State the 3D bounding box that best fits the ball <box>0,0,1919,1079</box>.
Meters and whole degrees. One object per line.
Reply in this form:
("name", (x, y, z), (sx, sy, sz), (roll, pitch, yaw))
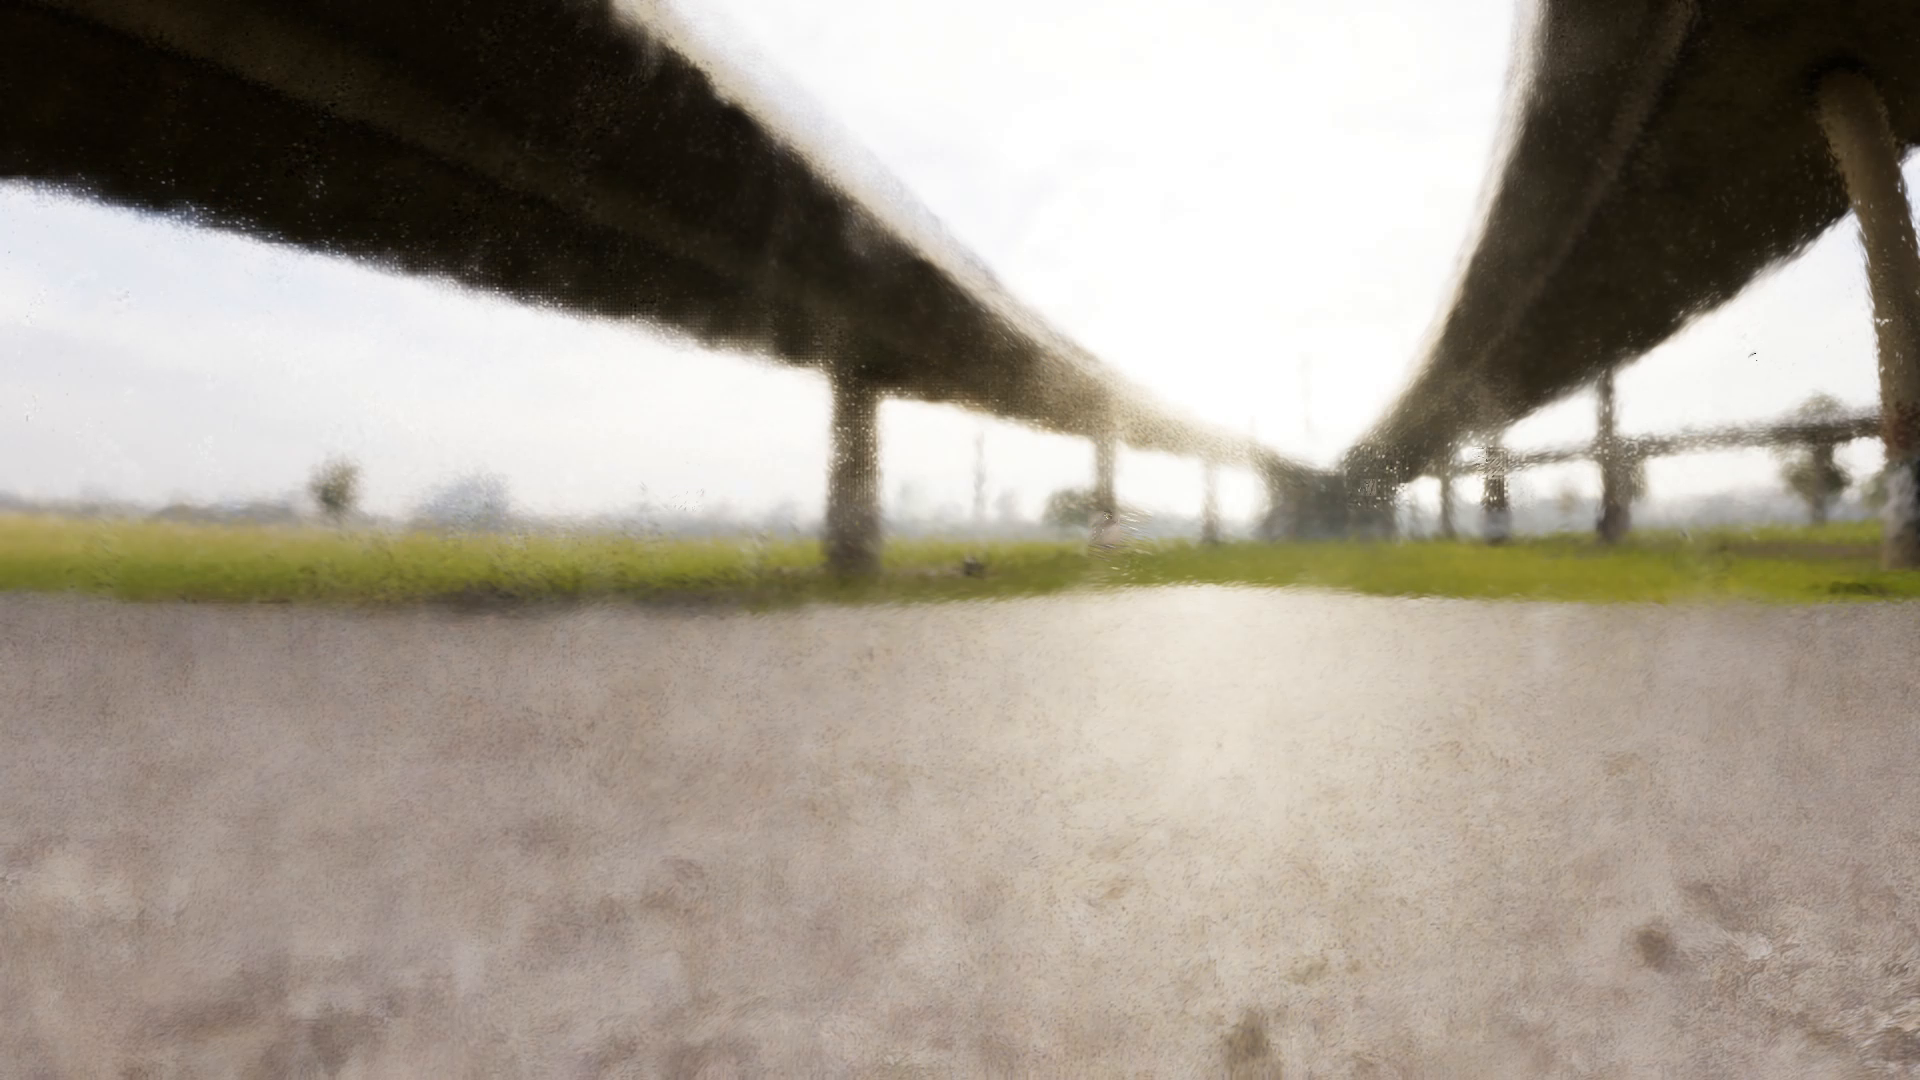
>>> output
("ball", (0.000, -0.002, 0.056), (0.080, 0.080, 0.080), (0, 4, 0))
